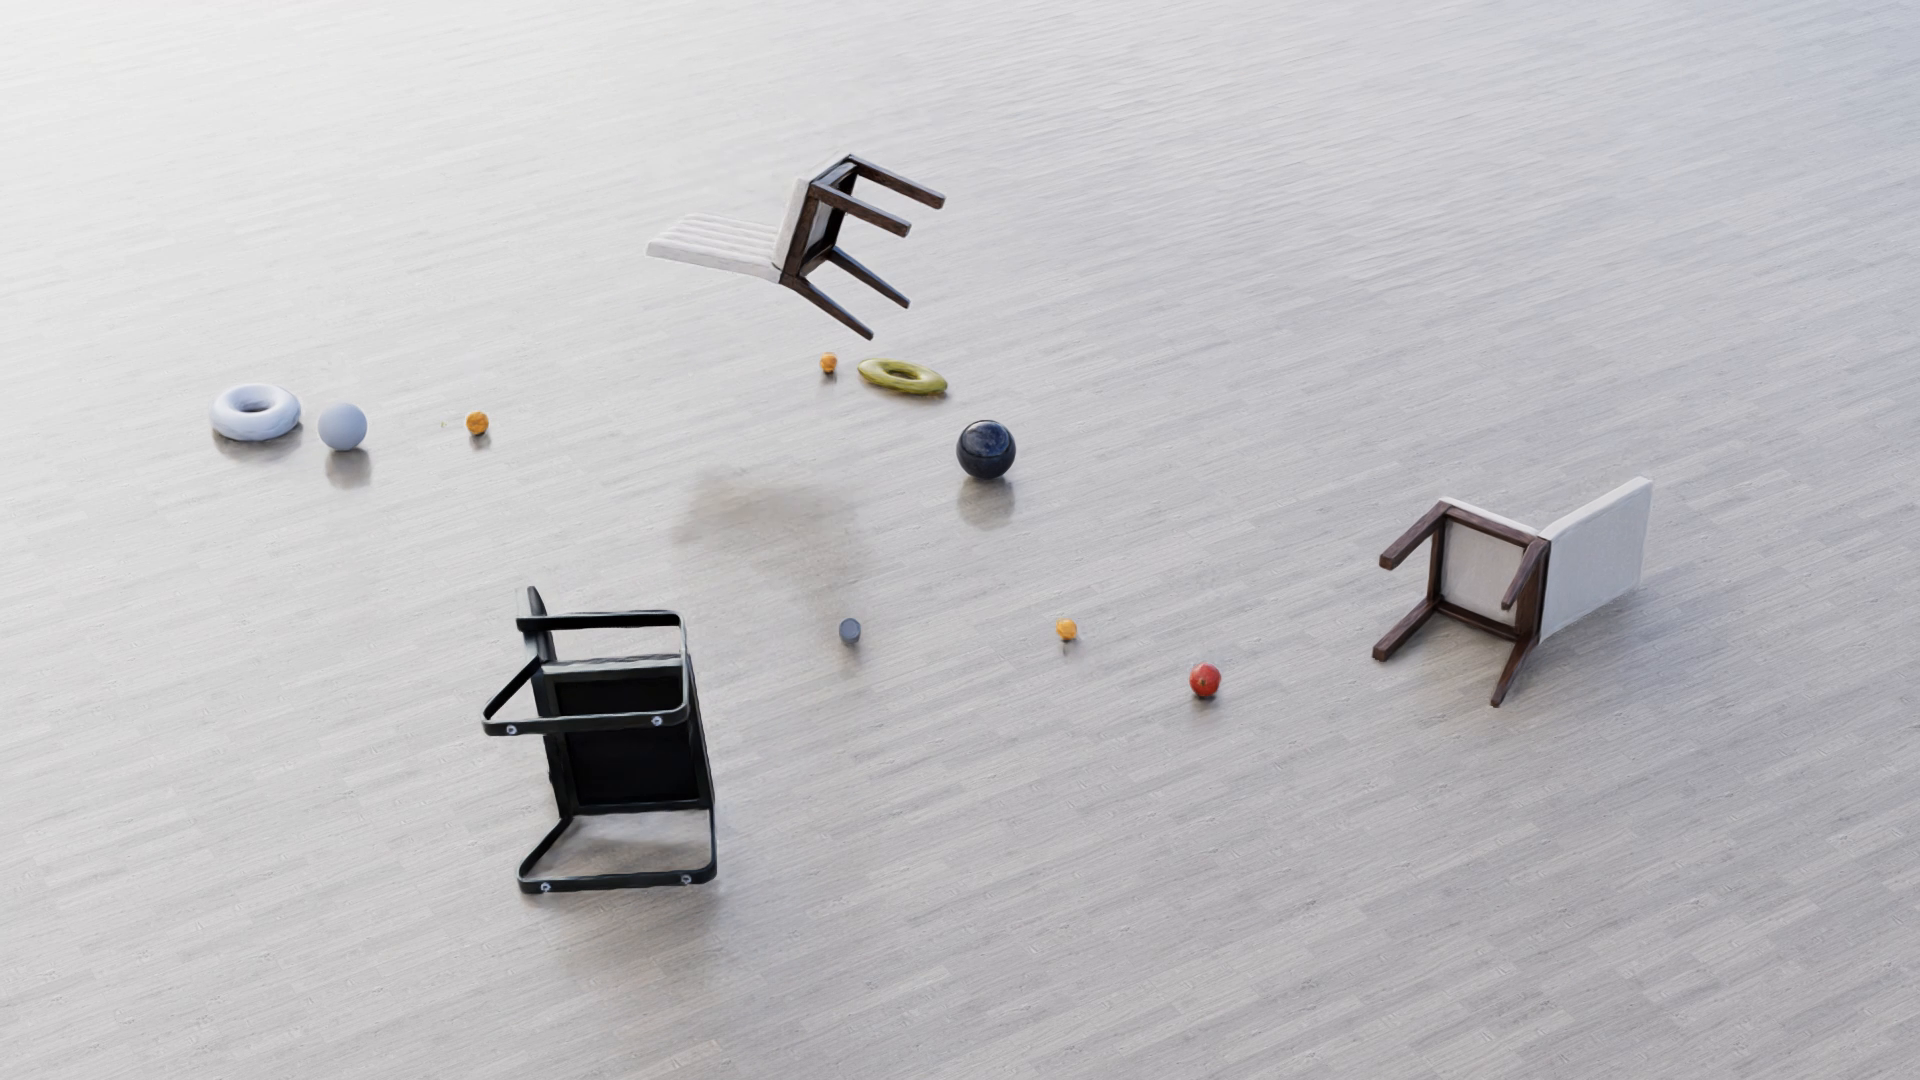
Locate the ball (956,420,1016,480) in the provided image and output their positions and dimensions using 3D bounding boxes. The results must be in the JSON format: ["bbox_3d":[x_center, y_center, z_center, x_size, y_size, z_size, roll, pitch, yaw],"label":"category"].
[{"bbox_3d":[0.100,-0.347,11.258,0.234,0.234,0.234,0,33,0],"label":"ball"}]

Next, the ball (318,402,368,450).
[{"bbox_3d":[-2.410,-0.445,11.446,0.191,0.191,0.191,0,33,0],"label":"ball"}]

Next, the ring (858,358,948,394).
[{"bbox_3d":[-0.235,-0.664,11.905,0.412,0.053,0.193,17,36,24],"label":"ring"}]

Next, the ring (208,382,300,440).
[{"bbox_3d":[-2.797,-0.509,11.622,0.353,0.106,0.387,-25,40,-34],"label":"ring"}]
